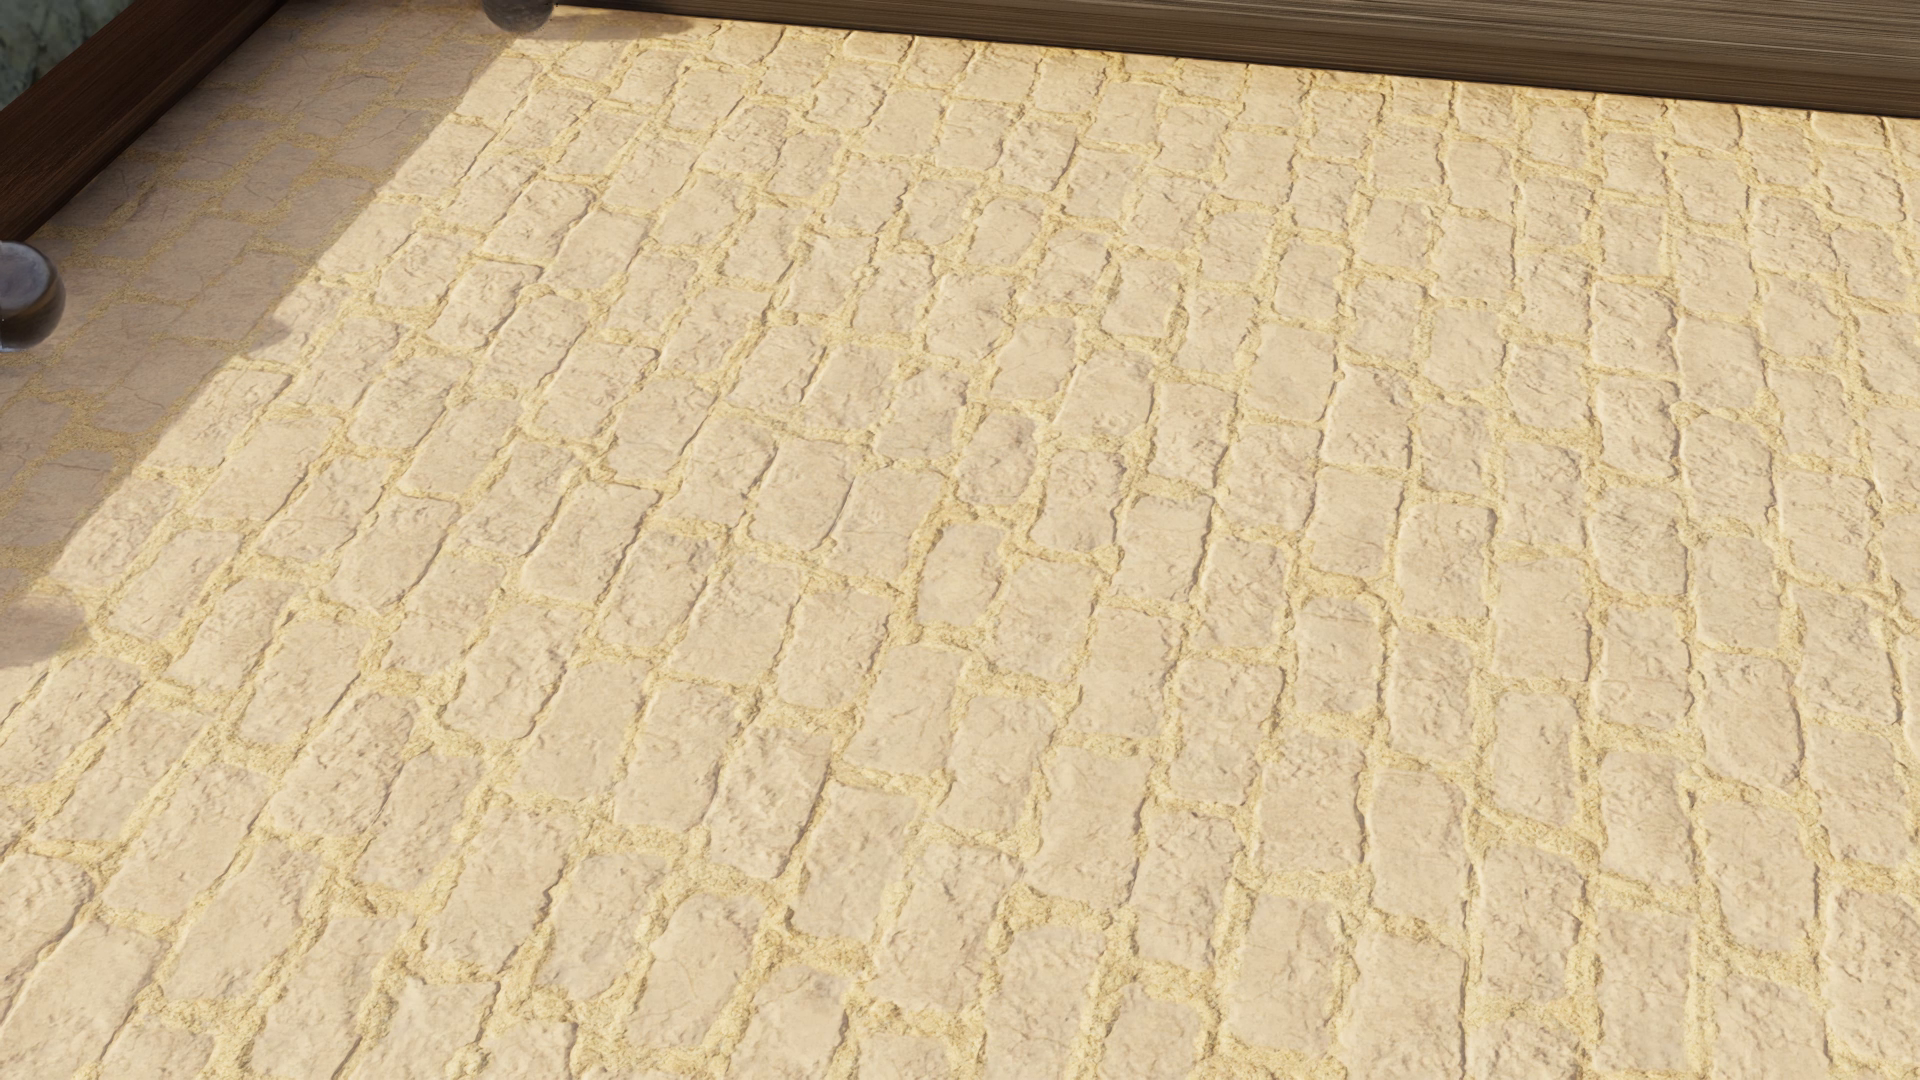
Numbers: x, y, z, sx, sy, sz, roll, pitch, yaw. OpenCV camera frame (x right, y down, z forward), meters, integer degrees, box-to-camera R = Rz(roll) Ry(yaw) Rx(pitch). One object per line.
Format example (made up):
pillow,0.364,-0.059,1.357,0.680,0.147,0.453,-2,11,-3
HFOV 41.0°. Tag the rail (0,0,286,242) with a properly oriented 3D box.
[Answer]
rail,-0.919,-0.122,2.029,0.045,0.125,2.017,7,35,10

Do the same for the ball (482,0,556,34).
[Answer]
ball,-0.473,-0.583,2.750,0.079,0.079,0.079,0,34,0

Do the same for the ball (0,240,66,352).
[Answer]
ball,-0.812,-0.207,2.182,0.096,0.096,0.096,0,34,0

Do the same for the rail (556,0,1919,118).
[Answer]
rail,1.144,-0.445,2.504,3.849,0.125,0.045,7,35,10
